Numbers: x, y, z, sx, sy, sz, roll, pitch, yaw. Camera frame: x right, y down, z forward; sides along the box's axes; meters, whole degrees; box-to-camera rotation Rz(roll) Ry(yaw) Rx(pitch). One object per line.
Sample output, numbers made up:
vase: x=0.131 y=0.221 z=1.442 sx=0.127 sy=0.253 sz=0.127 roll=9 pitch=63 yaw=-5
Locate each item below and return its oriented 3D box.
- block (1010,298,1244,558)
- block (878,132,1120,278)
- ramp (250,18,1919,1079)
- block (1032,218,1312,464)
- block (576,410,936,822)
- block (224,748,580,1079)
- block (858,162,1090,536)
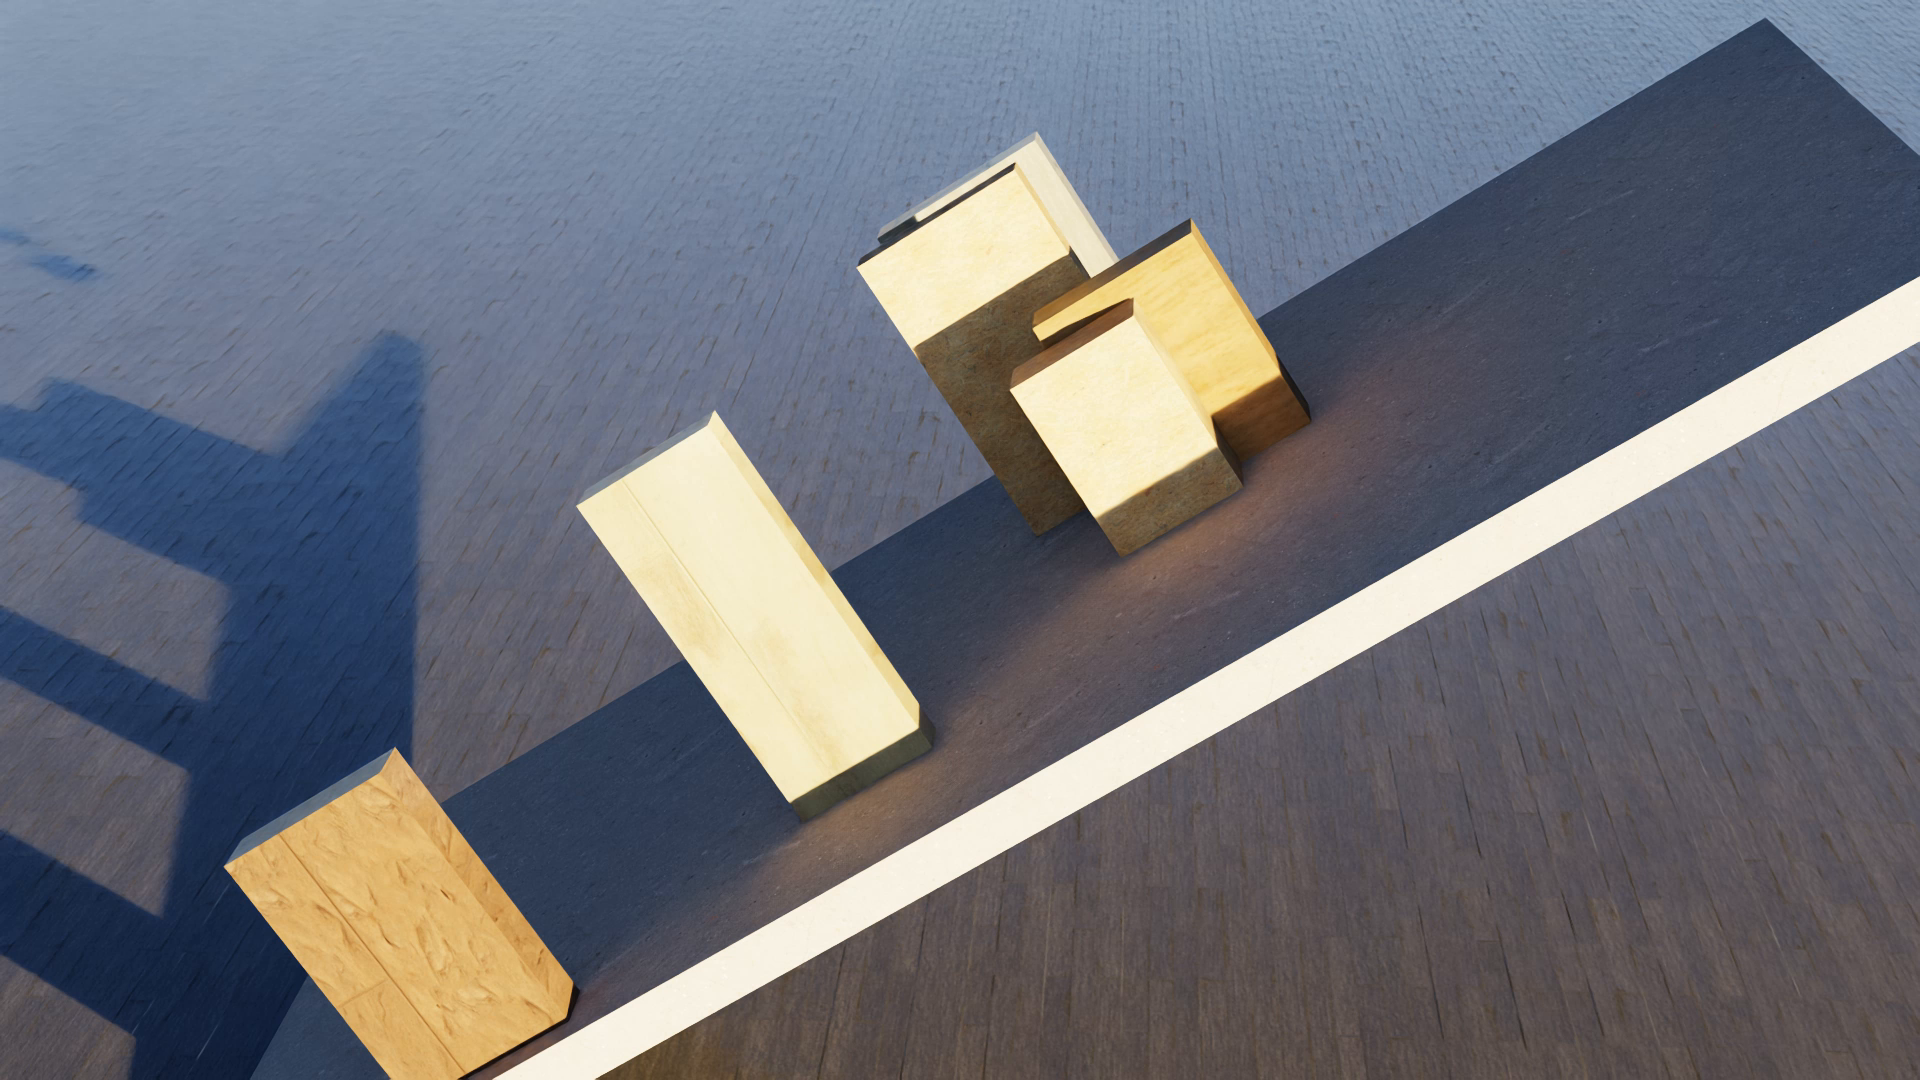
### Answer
block: x=0.346 y=-0.232 z=6.078 sx=0.295 sy=0.429 sz=0.145 roll=-30 pitch=15 yaw=14
block: x=0.182 y=-0.538 z=6.855 sx=0.431 sy=0.698 sz=0.098 roll=-30 pitch=15 yaw=14
ramp: x=0.140 y=0.170 z=6.294 sx=4.000 sy=0.100 sz=2.000 roll=-30 pitch=15 yaw=14
block: x=0.446 y=-0.364 z=6.180 sx=0.386 sy=0.480 sz=0.126 roll=-30 pitch=15 yaw=14
block: x=-0.392 y=0.155 z=5.750 sx=0.308 sy=0.781 sz=0.095 roll=-30 pitch=15 yaw=14
block: x=-1.068 y=0.750 z=5.660 sx=0.374 sy=0.611 sz=0.117 roll=-30 pitch=15 yaw=14
block: x=0.147 y=-0.414 z=6.478 sx=0.407 sy=0.731 sz=0.083 roll=-30 pitch=15 yaw=14
